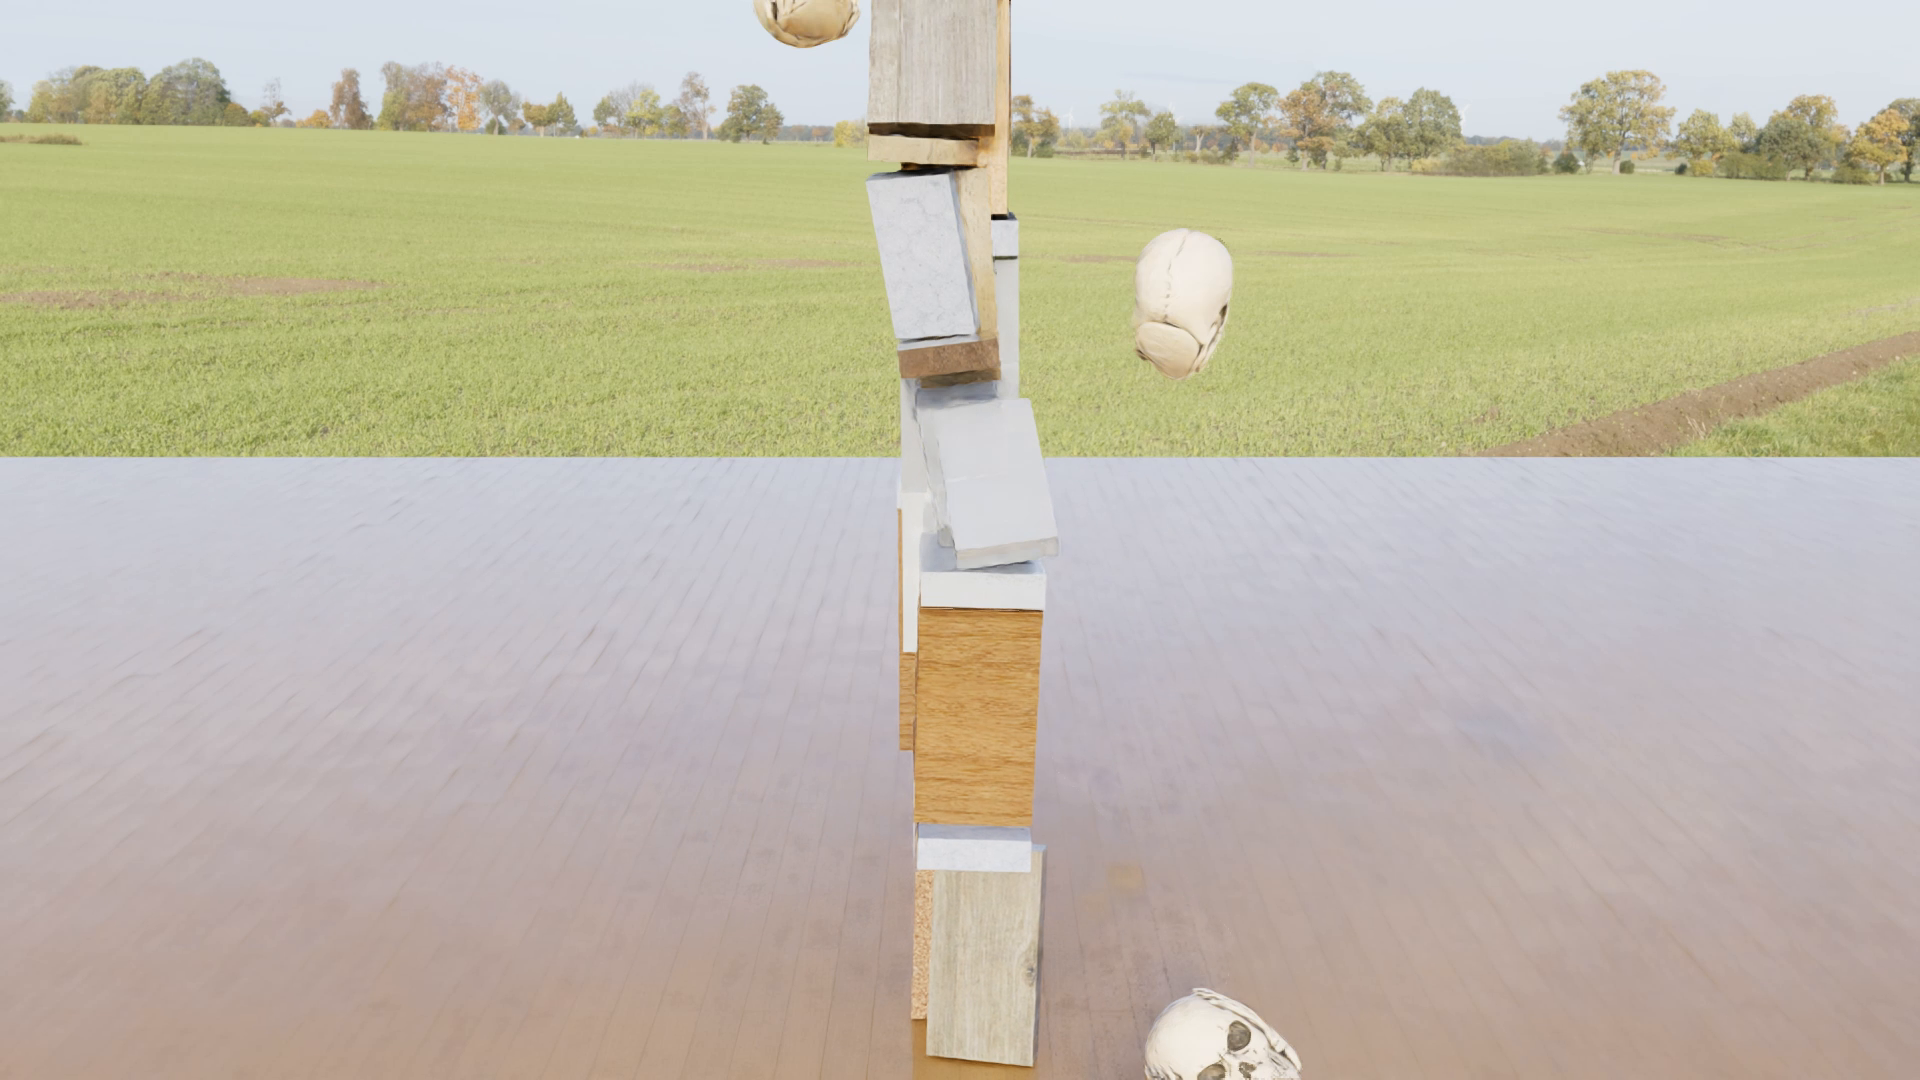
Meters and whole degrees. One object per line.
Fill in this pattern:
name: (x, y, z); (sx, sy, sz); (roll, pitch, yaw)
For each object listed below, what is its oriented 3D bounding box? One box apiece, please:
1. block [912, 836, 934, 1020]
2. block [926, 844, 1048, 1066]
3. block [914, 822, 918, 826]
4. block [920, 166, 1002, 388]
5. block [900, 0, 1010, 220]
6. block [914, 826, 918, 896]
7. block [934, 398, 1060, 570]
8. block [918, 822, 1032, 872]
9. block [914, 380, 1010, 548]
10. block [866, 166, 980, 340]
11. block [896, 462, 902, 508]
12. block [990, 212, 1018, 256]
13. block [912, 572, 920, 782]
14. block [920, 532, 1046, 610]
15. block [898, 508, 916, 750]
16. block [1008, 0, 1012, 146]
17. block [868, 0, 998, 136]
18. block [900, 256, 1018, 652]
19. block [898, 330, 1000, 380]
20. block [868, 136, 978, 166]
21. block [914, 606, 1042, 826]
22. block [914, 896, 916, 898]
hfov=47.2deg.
block: (0.009, 0.536, 3.134); (0.148, 0.295, 0.042); (2, 10, 0)
block: (0.037, 0.561, 3.004); (0.148, 0.295, 0.042); (3, 4, 12)
block: (0.001, 0.368, 3.292); (0.134, 0.038, 0.268); (0, 10, 0)
block: (-0.006, -0.324, 3.094); (0.115, 0.394, 0.033); (-4, 17, 2)
block: (-0.006, -0.609, 3.123); (0.151, 0.301, 0.043); (0, -1, 4)
block: (0.001, 0.535, 3.231); (0.134, 0.268, 0.038); (0, 11, 0)
block: (0.045, -0.076, 2.847); (0.130, 0.037, 0.259); (-8, 46, -1)
block: (0.016, 0.387, 3.007); (0.148, 0.042, 0.295); (2, 9, -1)
block: (0.018, -0.108, 3.011); (0.130, 0.037, 0.259); (-6, 50, -4)
block: (-0.049, -0.389, 2.995); (0.115, 0.230, 0.033); (-2, 28, 16)
block: (-0.008, -0.102, 3.473); (0.167, 0.047, 0.335); (0, 11, 1)
block: (-0.003, -0.454, 3.251); (0.170, 0.048, 0.339); (0, 11, 0)
block: (0.016, 0.192, 3.087); (0.157, 0.314, 0.044); (2, 23, -1)
block: (0.026, 0.038, 2.916); (0.157, 0.044, 0.314); (2, 9, -2)
block: (-0.010, 0.133, 3.400); (0.167, 0.385, 0.047); (0, 9, 1)
block: (0.010, -0.916, 3.655); (0.152, 0.520, 0.043); (1, 26, 2)
block: (-0.033, -0.841, 3.057); (0.174, 0.564, 0.049); (1, -9, 1)
block: (0.000, -0.125, 3.197); (0.170, 0.579, 0.048); (0, 10, 0)
block: (-0.017, -0.251, 2.954); (0.130, 0.037, 0.259); (-7, 8, 0)
block: (-0.047, -0.530, 2.984); (0.115, 0.033, 0.229); (4, 11, 7)
block: (0.022, 0.226, 2.885); (0.157, 0.314, 0.044); (2, 23, 0)
block: (0.003, 0.441, 3.619); (0.156, 0.312, 0.044); (0, 11, 0)
